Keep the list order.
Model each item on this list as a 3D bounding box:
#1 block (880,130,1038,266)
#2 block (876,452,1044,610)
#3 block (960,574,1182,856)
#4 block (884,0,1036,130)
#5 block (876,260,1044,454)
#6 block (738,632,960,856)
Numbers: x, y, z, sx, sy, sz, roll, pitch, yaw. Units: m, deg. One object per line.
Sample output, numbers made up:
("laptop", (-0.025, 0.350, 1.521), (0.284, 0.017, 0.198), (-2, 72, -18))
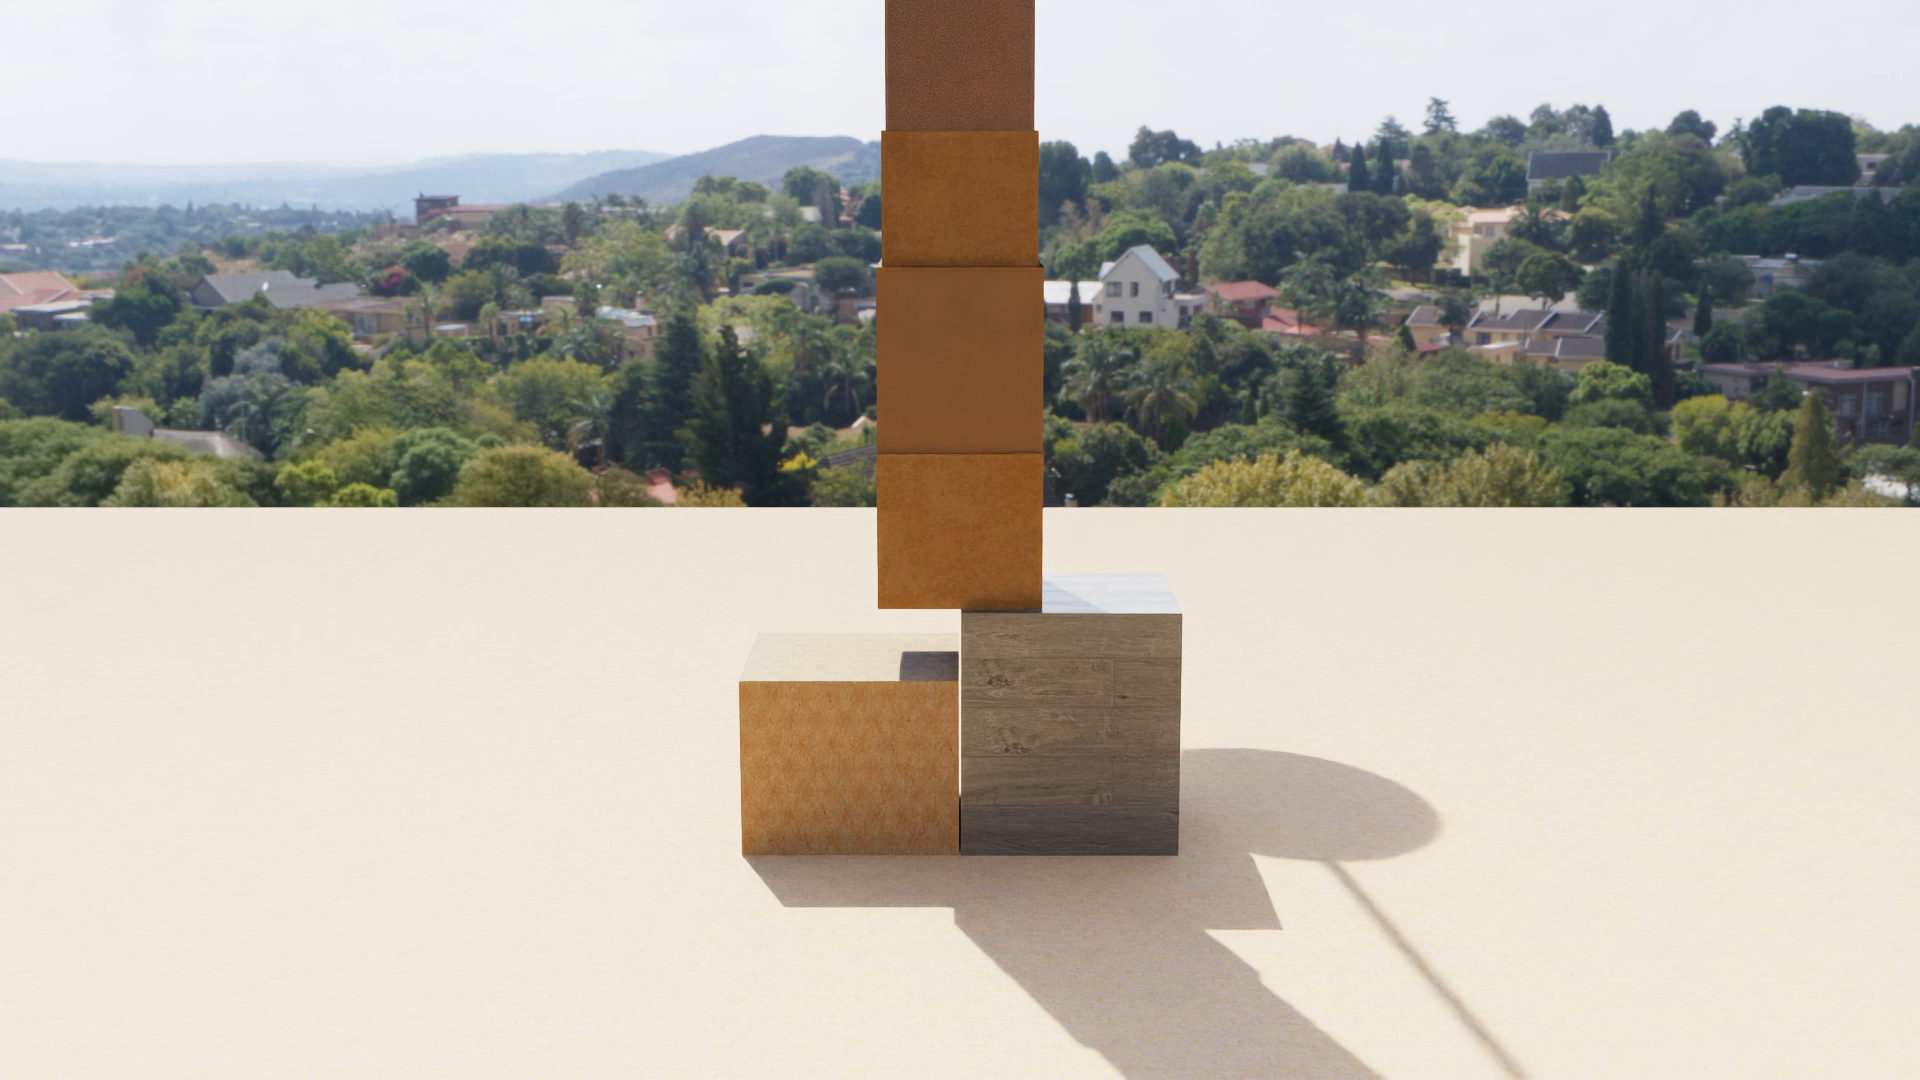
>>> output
("block", (0.000, -1.693, 10.852), (0.750, 0.644, 0.708), (0, 10, 0))
("block", (0.000, -0.114, 11.151), (0.810, 0.770, 0.845), (0, 10, 0))
("block", (0.545, 0.873, 11.320), (1.080, 1.233, 1.009), (0, 10, 0))
("block", (0.000, -2.420, 10.748), (0.709, 0.825, 0.745), (0, 10, 0))
("block", (0.000, -0.936, 11.003), (0.805, 0.899, 0.812), (0, 10, 0))
("block", (-0.545, 1.034, 11.387), (1.080, 0.892, 1.075), (0, 10, 0))
